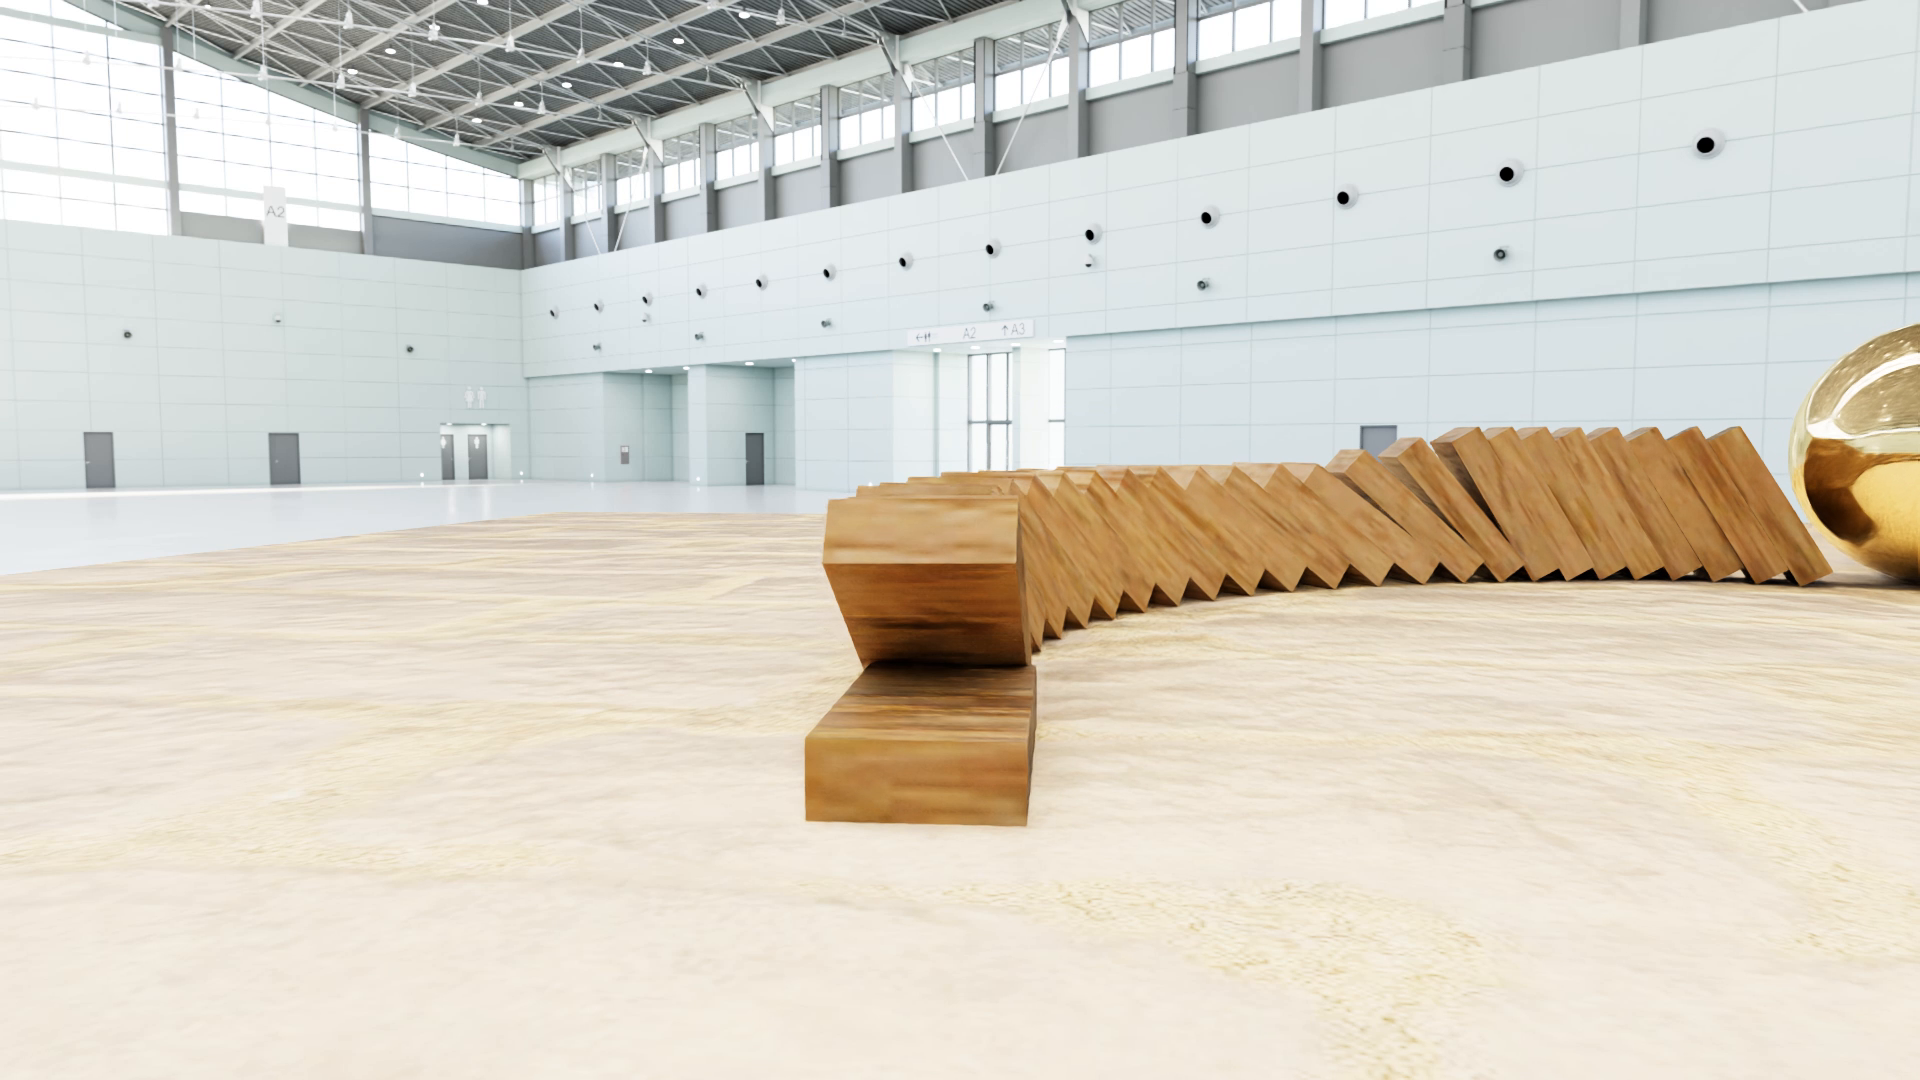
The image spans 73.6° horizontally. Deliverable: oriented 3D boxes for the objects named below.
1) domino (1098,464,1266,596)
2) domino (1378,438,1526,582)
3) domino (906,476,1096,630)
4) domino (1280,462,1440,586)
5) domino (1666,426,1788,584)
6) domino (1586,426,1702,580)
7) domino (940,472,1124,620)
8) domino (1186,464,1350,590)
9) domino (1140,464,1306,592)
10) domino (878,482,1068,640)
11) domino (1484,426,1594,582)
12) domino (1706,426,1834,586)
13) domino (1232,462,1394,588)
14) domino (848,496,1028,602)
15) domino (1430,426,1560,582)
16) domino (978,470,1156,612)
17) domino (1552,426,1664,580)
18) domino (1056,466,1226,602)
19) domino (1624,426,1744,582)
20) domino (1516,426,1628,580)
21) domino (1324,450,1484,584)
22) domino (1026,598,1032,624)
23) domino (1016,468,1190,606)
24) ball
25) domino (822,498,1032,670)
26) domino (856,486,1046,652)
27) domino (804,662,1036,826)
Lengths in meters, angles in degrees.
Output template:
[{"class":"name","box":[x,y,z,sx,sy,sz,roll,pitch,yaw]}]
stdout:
[{"class":"domino","box":[0.060,-0.003,0.357,0.050,0.010,0.025,39,-18,-30]},{"class":"domino","box":[0.154,-0.010,0.404,0.009,0.050,0.025,-40,0,6]},{"class":"domino","box":[0.009,0.004,0.284,0.025,0.009,0.050,2,-29,30]},{"class":"domino","box":[0.120,-0.005,0.394,0.050,0.010,0.025,35,-3,-11]},{"class":"domino","box":[0.238,-0.011,0.401,0.009,0.050,0.025,-32,-9,23]},{"class":"domino","box":[0.216,-0.012,0.411,0.009,0.050,0.025,-31,-4,15]},{"class":"domino","box":[0.016,0.002,0.301,0.025,0.010,0.050,3,-29,35]},{"class":"domino","box":[0.088,-0.004,0.378,0.050,0.010,0.025,36,-10,-21]},{"class":"domino","box":[0.073,-0.003,0.367,0.050,0.009,0.025,38,-15,-27]},{"class":"domino","box":[0.003,0.005,0.266,0.025,0.009,0.050,2,-28,23]},{"class":"domino","box":[0.181,-0.012,0.408,0.009,0.050,0.025,-31,0,8]},{"class":"domino","box":[0.248,-0.011,0.395,0.010,0.050,0.025,-32,-9,23]},{"class":"domino","box":[0.104,-0.005,0.385,0.050,0.009,0.025,36,-8,-19]},{"class":"domino","box":[-0.002,0.010,0.206,0.025,0.009,0.050,0,-28,5]},{"class":"domino","box":[0.169,-0.012,0.406,0.010,0.050,0.025,-31,1,7]},{"class":"domino","box":[0.025,0.001,0.316,0.025,0.009,0.050,3,-29,39]},{"class":"domino","box":[0.204,-0.012,0.411,0.009,0.050,0.025,-31,-2,13]},{"class":"domino","box":[0.047,-0.002,0.344,0.025,0.010,0.050,5,-29,49]},{"class":"domino","box":[0.227,-0.012,0.407,0.010,0.050,0.025,-31,-5,17]},{"class":"domino","box":[0.192,-0.012,0.411,0.009,0.050,0.025,-31,0,8]},{"class":"domino","box":[0.138,-0.008,0.401,0.050,0.009,0.025,42,3,-3]},{"class":"domino","box":[-0.002,0.009,0.227,0.025,0.009,0.050,1,-26,8]},{"class":"domino","box":[0.036,0.000,0.330,0.025,0.009,0.050,4,-29,44]},{"class":"ball","box":[0.297,-0.027,0.387,0.080,0.080,0.080,0,4,0]},{"class":"domino","box":[-0.003,0.011,0.188,0.025,0.010,0.050,0,-28,5]},{"class":"domino","box":[-0.001,0.006,0.247,0.025,0.009,0.050,1,-28,17]},{"class":"domino","box":[-0.003,0.025,0.168,0.025,0.010,0.050,0,4,5]}]
